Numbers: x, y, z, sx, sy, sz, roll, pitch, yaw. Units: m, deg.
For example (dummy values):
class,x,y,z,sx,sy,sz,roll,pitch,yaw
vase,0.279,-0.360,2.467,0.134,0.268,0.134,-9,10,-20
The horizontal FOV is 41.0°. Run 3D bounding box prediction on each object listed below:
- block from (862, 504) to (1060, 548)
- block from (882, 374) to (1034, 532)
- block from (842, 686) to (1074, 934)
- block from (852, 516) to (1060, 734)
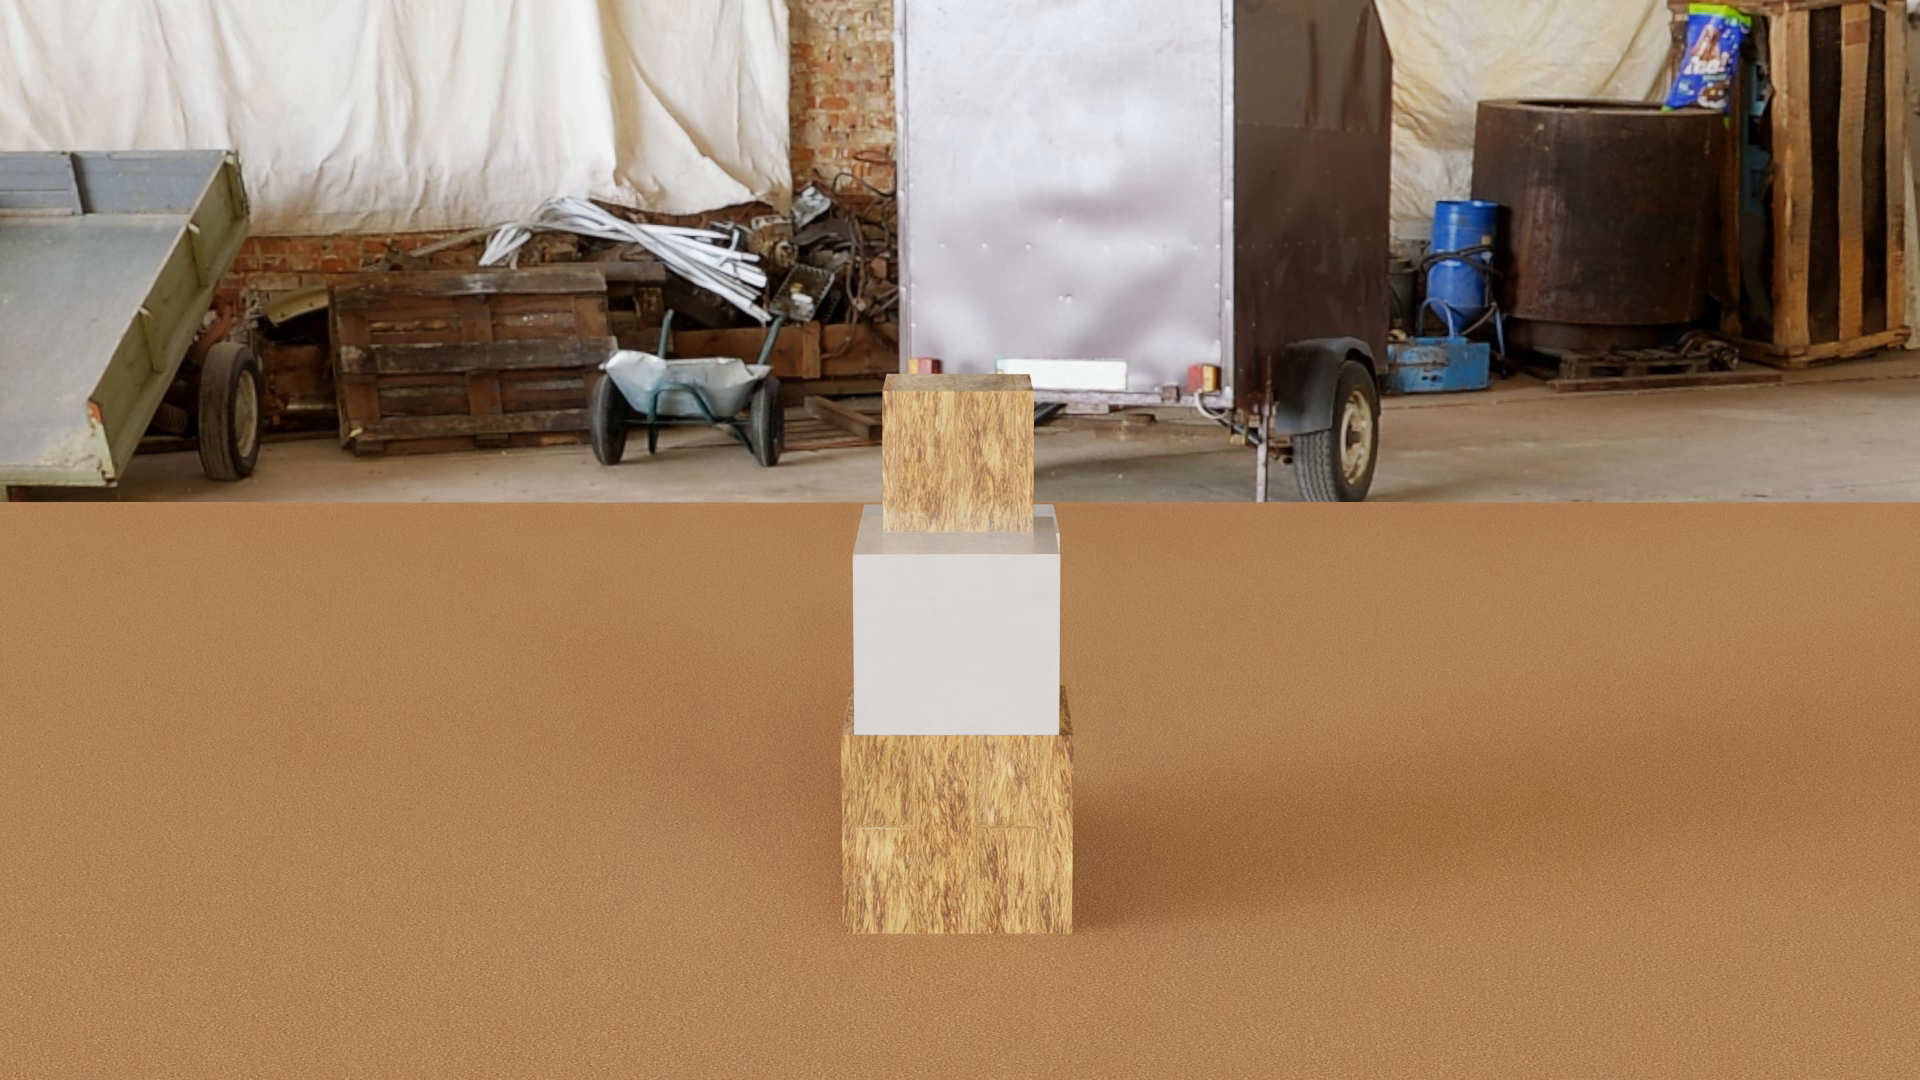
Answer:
class,x,y,z,sx,sy,sz,roll,pitch,yaw
block,-0.006,0.321,11.704,0.885,0.851,0.766,0,10,0
block,-0.008,-0.386,11.110,0.634,0.597,0.645,0,10,0
block,-0.011,1.134,10.965,0.947,0.846,0.872,0,10,0
block,-0.014,0.345,10.849,0.836,0.748,0.906,0,10,0
